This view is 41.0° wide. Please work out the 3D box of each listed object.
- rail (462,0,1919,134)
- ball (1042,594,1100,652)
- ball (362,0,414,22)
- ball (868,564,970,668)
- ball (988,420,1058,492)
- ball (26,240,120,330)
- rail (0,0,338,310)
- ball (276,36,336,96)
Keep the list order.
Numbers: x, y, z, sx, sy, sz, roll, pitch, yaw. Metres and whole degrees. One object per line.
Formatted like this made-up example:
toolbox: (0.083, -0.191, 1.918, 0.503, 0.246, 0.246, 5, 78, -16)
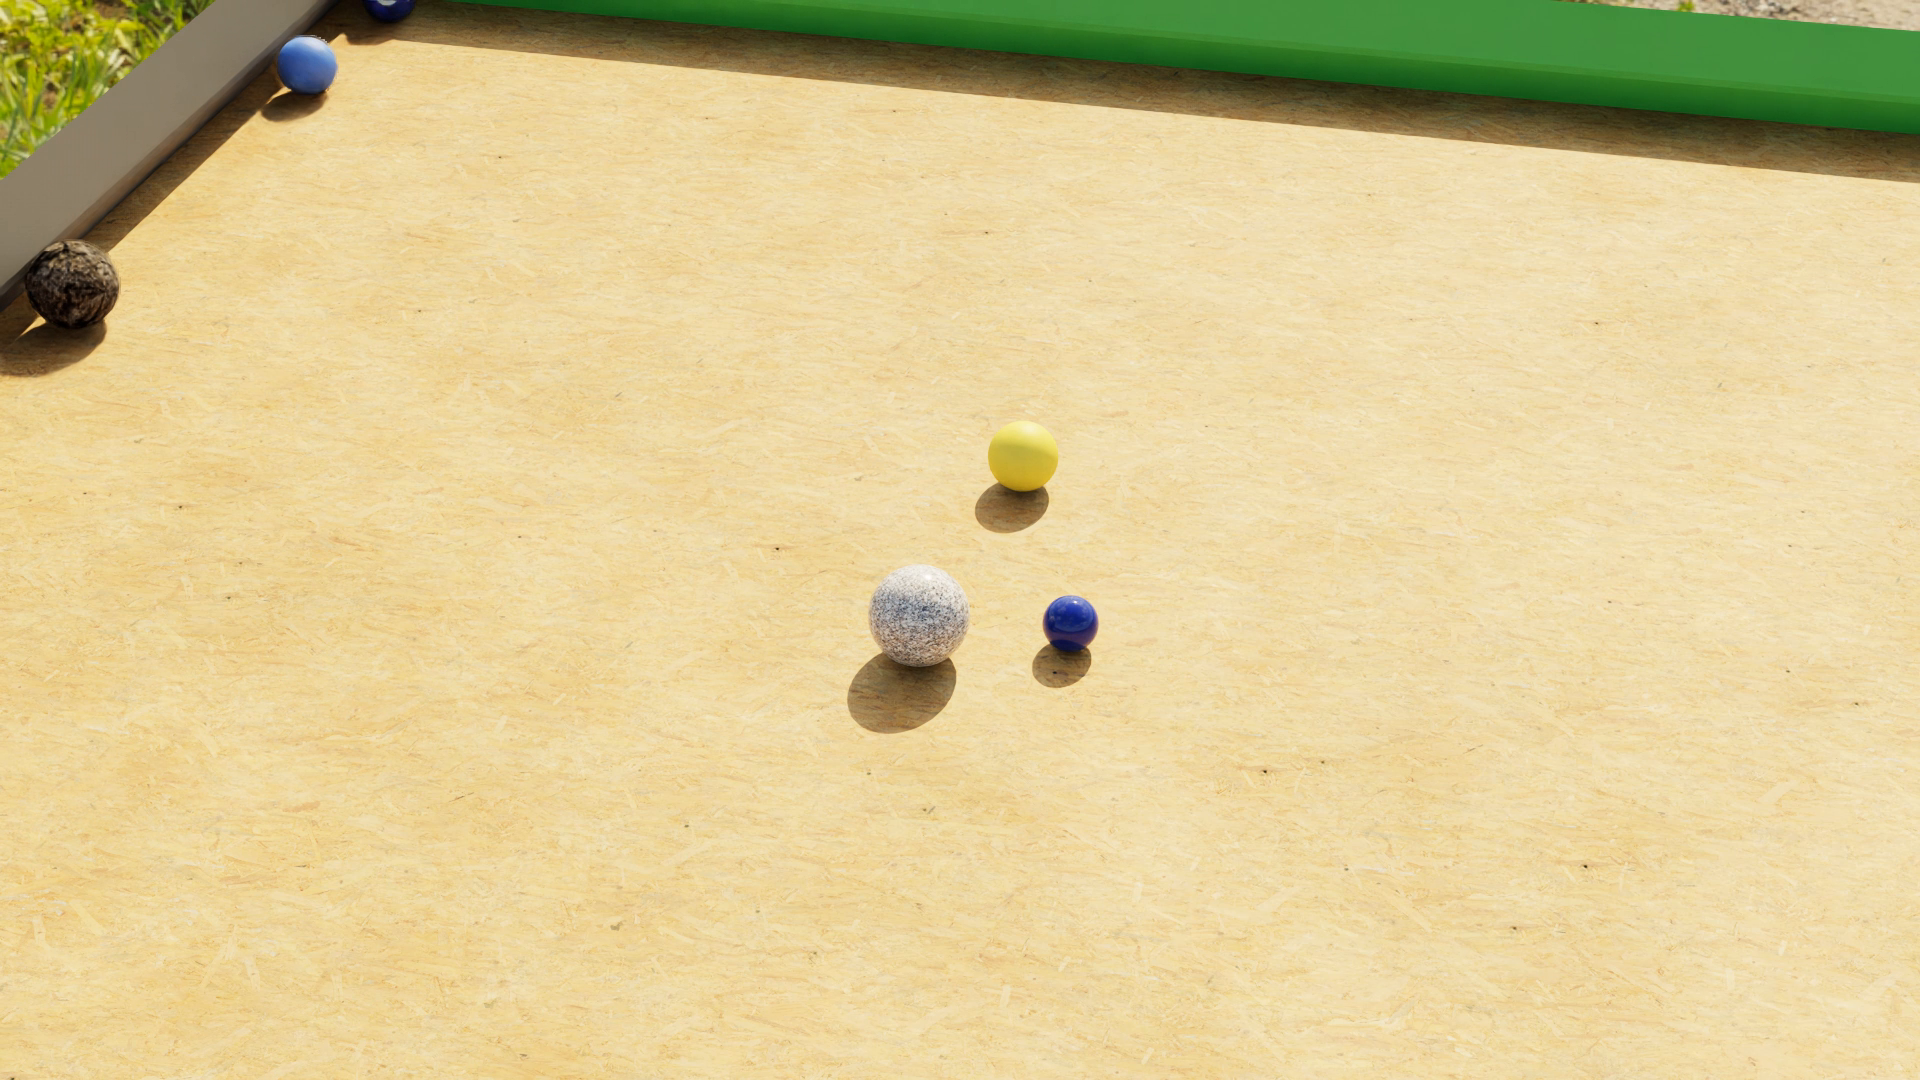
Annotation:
rail: (1.119, -0.427, 2.532, 3.730, 0.108, 0.045, 7, 35, 10)
ball: (0.081, 0.061, 1.876, 0.042, 0.042, 0.042, 0, 34, 0)
ball: (-0.632, -0.603, 2.835, 0.060, 0.060, 0.060, 0, 34, 0)
ball: (-0.030, 0.055, 1.856, 0.075, 0.075, 0.075, 0, 34, 0)
ball: (0.051, -0.067, 2.050, 0.057, 0.057, 0.057, 0, 34, 0)
ball: (-0.783, -0.225, 2.264, 0.078, 0.078, 0.078, 0, 34, 0)
rail: (-0.887, -0.130, 2.096, 0.045, 0.108, 1.956, 7, 35, 10)
ball: (-0.681, -0.494, 2.674, 0.061, 0.061, 0.061, 0, 34, 0)
